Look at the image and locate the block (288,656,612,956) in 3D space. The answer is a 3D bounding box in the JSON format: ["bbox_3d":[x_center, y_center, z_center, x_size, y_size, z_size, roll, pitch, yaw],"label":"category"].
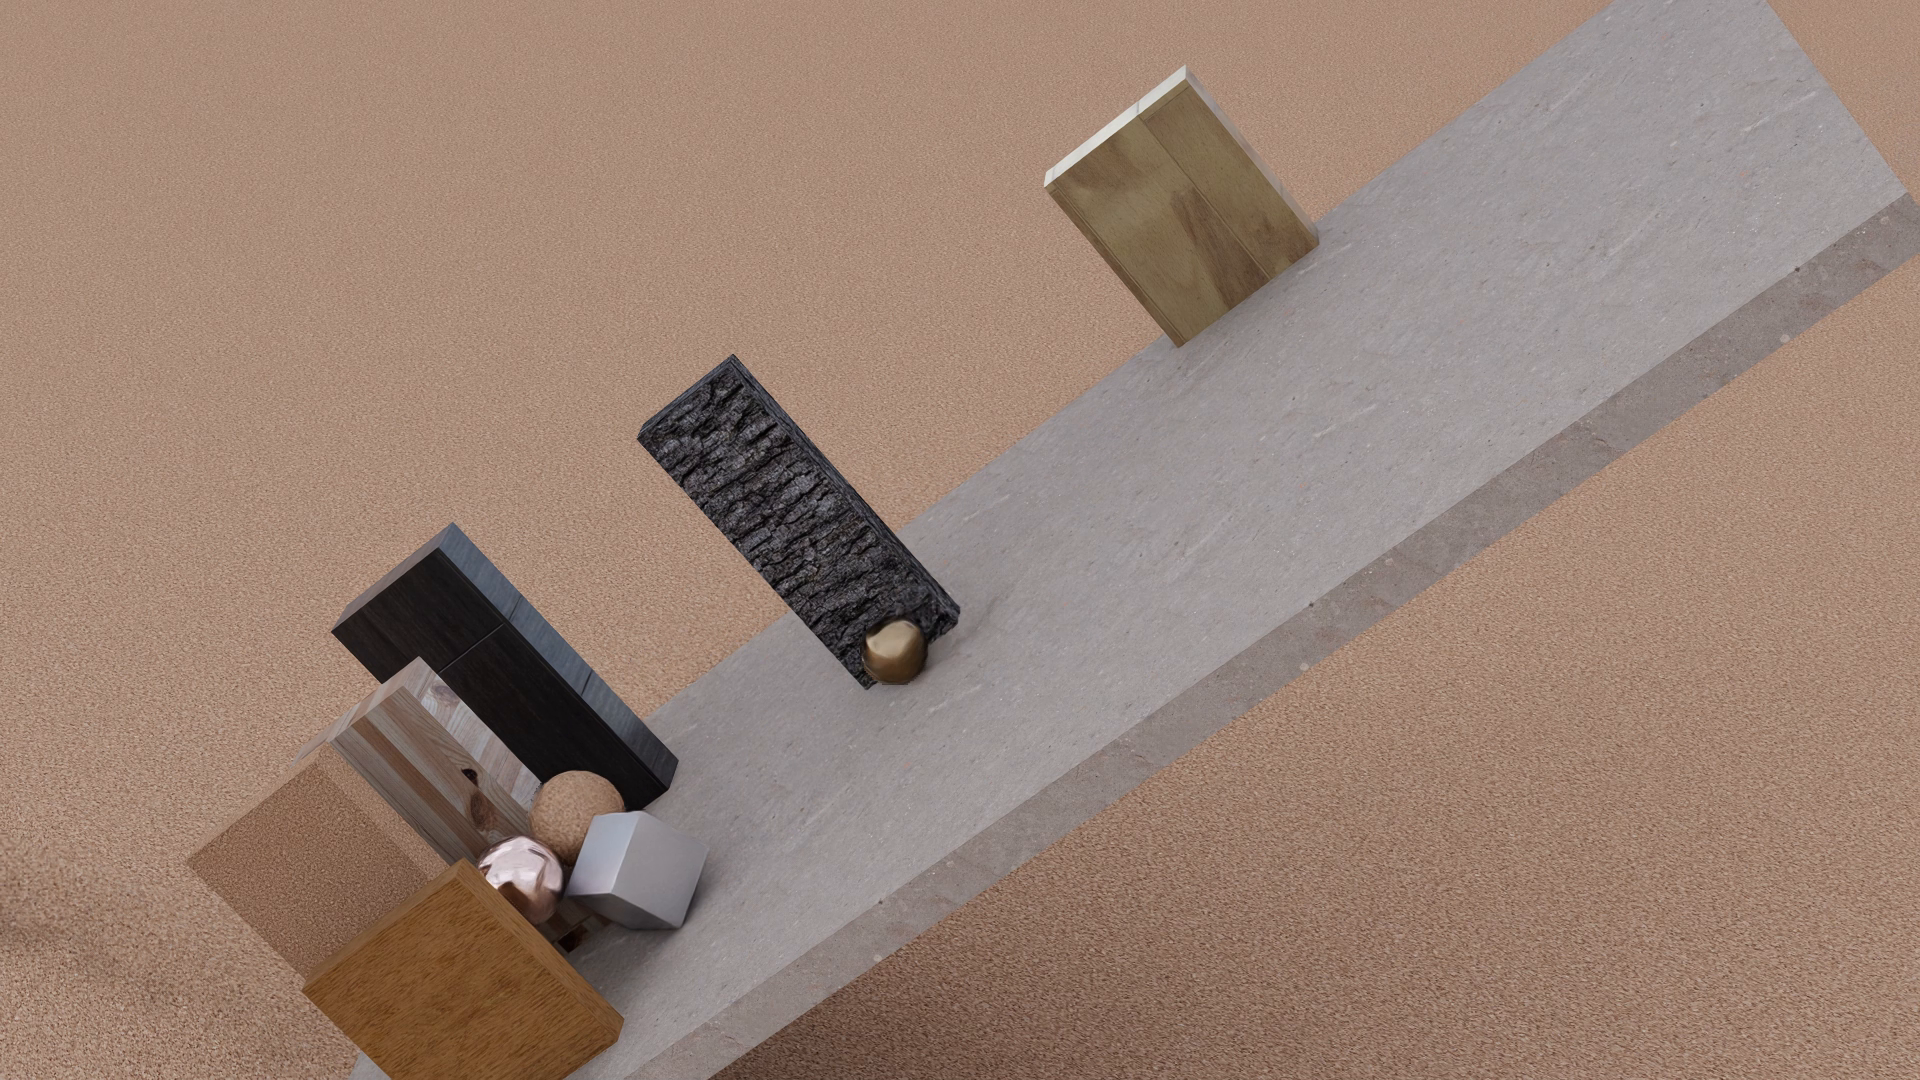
[{"bbox_3d":[-1.102,0.642,6.514,0.368,0.710,0.143,-36,16,18],"label":"block"}]

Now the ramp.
[{"bbox_3d":[0.119,0.186,6.345,4.000,0.100,2.000,-36,16,18],"label":"ramp"}]

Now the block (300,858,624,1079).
[{"bbox_3d":[-0.999,0.936,5.916,0.432,0.475,0.080,-36,16,18],"label":"block"}]

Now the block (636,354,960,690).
[{"bbox_3d":[-0.348,-0.033,6.433,0.265,0.766,0.086,-36,16,18],"label":"block"}]

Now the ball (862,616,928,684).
[{"bbox_3d":[-0.141,0.238,6.367,0.145,0.145,0.145,0,24,0],"label":"ball"}]

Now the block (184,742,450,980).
[{"bbox_3d":[-1.221,0.820,6.214,0.387,0.766,0.093,-36,16,18],"label":"block"}]

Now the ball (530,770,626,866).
[{"bbox_3d":[-0.826,0.601,6.359,0.208,0.208,0.208,0,24,0],"label":"ball"}]

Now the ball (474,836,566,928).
[{"bbox_3d":[-0.927,0.721,6.176,0.197,0.197,0.197,0,24,0],"label":"ball"}]

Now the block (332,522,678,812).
[{"bbox_3d":[-1.077,0.374,7.005,0.354,0.800,0.146,-36,16,18],"label":"block"}]

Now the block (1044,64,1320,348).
[{"bbox_3d":[0.517,-0.774,6.854,0.414,0.503,0.123,-36,16,18],"label":"block"}]

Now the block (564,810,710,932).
[{"bbox_3d":[-0.682,0.700,6.205,0.186,0.186,0.186,33,-27,-31],"label":"block"}]
